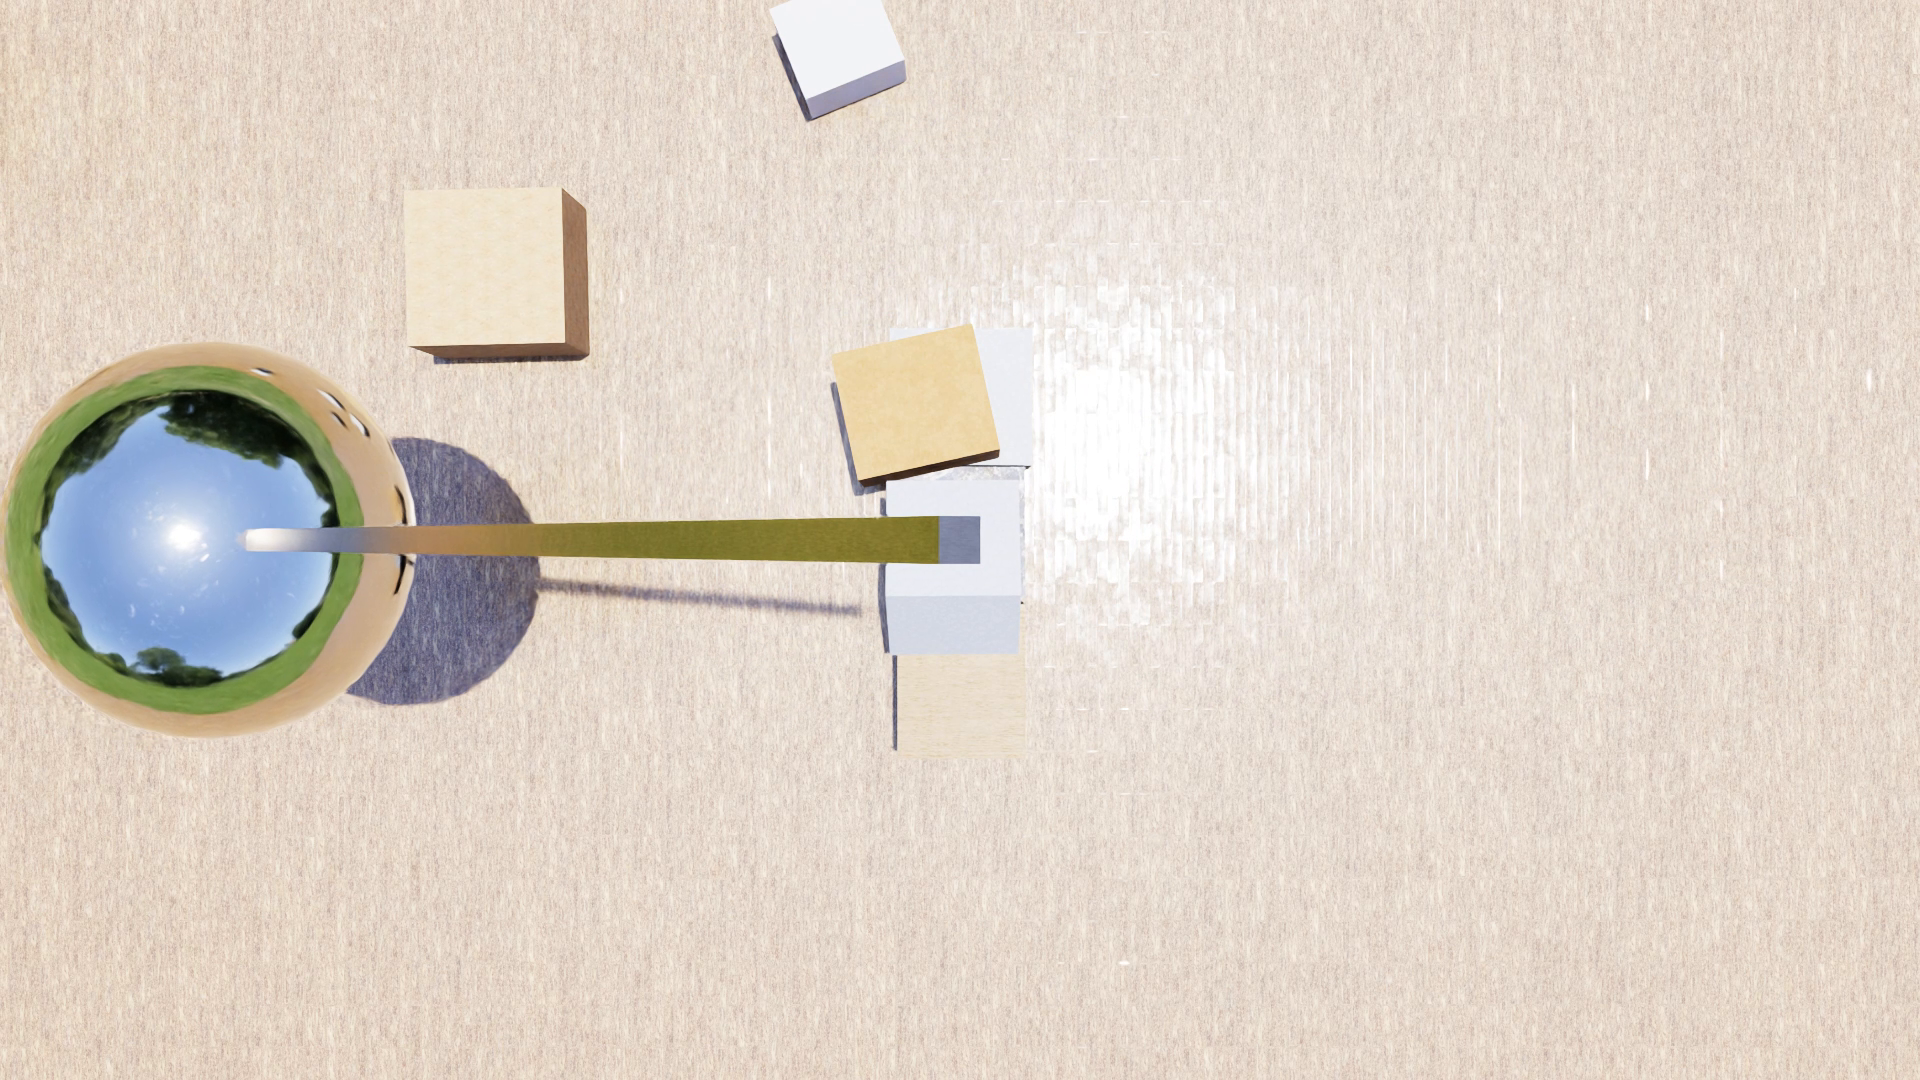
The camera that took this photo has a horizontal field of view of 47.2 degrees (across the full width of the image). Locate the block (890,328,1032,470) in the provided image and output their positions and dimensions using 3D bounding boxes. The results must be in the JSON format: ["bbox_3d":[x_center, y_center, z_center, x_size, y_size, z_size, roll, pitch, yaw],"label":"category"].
[{"bbox_3d":[0.004,-0.803,12.666,0.803,0.667,0.764,0,90,0],"label":"block"}]

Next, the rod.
[{"bbox_3d":[-1.300,0.000,5.893,0.080,5.200,0.080,0,90,-30],"label":"rod"}]

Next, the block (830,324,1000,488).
[{"bbox_3d":[-0.235,-0.723,12.001,0.773,0.637,0.687,-12,88,0],"label":"block"}]

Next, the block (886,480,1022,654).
[{"bbox_3d":[-0.035,0.154,11.831,0.700,0.722,0.681,0,62,0],"label":"block"}]

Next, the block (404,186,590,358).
[{"bbox_3d":[-2.634,-1.515,12.590,0.873,0.819,0.862,-1,90,0],"label":"block"}]

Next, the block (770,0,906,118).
[{"bbox_3d":[-0.696,-2.857,12.712,0.604,0.576,0.549,-22,90,0],"label":"block"}]

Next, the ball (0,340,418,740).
[{"bbox_3d":[-3.001,0.000,8.837,1.600,1.600,1.600,0,90,0],"label":"ball"}]

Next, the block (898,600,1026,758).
[{"bbox_3d":[0.008,0.781,12.567,0.705,0.866,0.852,0,90,0],"label":"block"}]

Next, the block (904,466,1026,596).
[{"bbox_3d":[-0.014,-0.045,12.655,0.758,0.691,0.729,0,90,0],"label":"block"}]
